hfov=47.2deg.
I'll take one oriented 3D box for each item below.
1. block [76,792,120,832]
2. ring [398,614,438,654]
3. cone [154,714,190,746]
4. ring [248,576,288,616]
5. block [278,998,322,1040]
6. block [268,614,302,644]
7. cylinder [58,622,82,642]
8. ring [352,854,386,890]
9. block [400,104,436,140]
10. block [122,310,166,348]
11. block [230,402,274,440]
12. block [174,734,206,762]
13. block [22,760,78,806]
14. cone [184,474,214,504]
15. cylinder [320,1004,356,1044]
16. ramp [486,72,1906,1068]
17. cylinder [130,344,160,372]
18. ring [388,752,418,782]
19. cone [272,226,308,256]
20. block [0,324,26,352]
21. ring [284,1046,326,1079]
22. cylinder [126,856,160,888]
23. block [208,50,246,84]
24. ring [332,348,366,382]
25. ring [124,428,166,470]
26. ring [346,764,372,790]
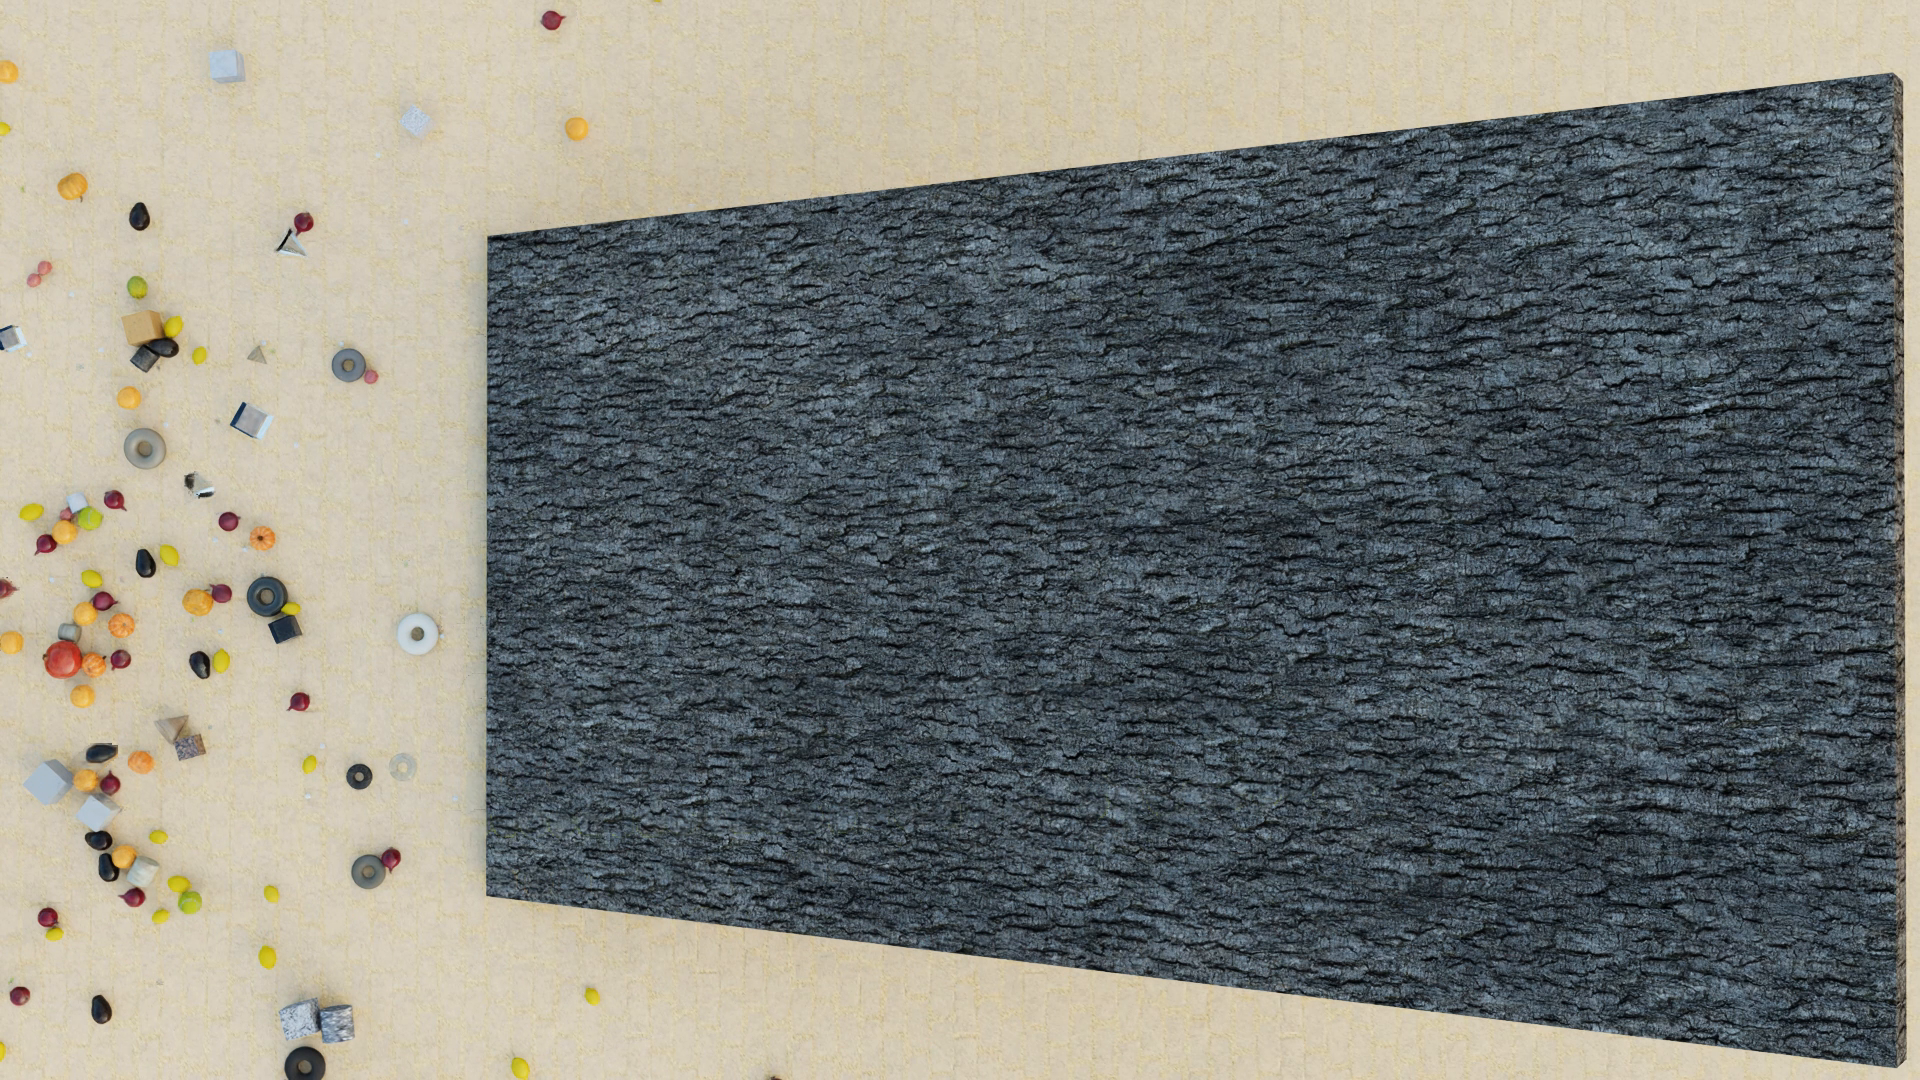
[{"bbox_3d":[-2.624,0.828,6.697,0.080,0.080,0.080,37,90,0],"label":"block"},{"bbox_3d":[-1.657,0.287,6.718,0.128,0.043,0.128,0,86,3],"label":"ring"},{"bbox_3d":[-2.393,0.562,6.717,0.095,0.095,0.095,-40,90,-27],"label":"cone"},{"bbox_3d":[-2.117,0.173,6.721,0.125,0.042,0.125,0,90,1],"label":"ring"},{"bbox_3d":[-2.001,1.456,6.685,0.093,0.093,0.093,-15,90,0],"label":"block"},{"bbox_3d":[-2.058,0.273,6.708,0.067,0.067,0.067,-23,90,0],"label":"block"},{"bbox_3d":[-2.718,0.283,6.715,0.052,0.052,0.052,10,90,0],"label":"cylinder"},{"bbox_3d":[-1.806,1.014,6.718,0.106,0.035,0.106,0,88,1],"label":"ring"},{"bbox_3d":[-1.657,-1.275,6.719,0.070,0.070,0.070,39,90,0],"label":"block"},{"bbox_3d":[-2.489,-0.644,6.705,0.087,0.087,0.087,-15,90,0],"label":"block"},{"bbox_3d":[-2.159,-0.364,6.705,0.082,0.082,0.082,29,90,0],"label":"block"},{"bbox_3d":[-2.348,0.632,6.706,0.064,0.064,0.064,-16,90,0],"label":"block"},{"bbox_3d":[-2.766,0.737,6.690,0.095,0.095,0.095,43,90,0],"label":"block"},{"bbox_3d":[-2.349,-0.137,6.723,0.096,0.096,0.096,47,116,0],"label":"cone"},{"bbox_3d":[-1.893,1.471,6.683,0.096,0.096,0.096,-6,90,0],"label":"cylinder"},{"bbox_3d":[0.250,0.069,5.579,4.000,0.100,2.000,0,89,34],"label":"ramp"},{"bbox_3d":[-2.489,-0.554,6.717,0.062,0.062,0.062,41,87,0],"label":"cylinder"},{"bbox_3d":[-1.703,0.695,6.723,0.088,0.029,0.088,0,90,-1],"label":"ring"},{"bbox_3d":[-2.036,-0.892,6.729,0.095,0.095,0.095,33,90,-26],"label":"cone"},{"bbox_3d":[-2.902,-0.615,6.718,0.061,0.061,0.061,-23,90,0],"label":"block"},{"bbox_3d":[-1.998,1.608,6.710,0.125,0.042,0.125,0,91,0],"label":"ring"},{"bbox_3d":[-2.489,1.010,6.699,0.072,0.072,0.072,27,90,0],"label":"cylinder"},{"bbox_3d":[-2.237,-1.445,6.715,0.080,0.080,0.080,-6,90,0],"label":"block"},{"bbox_3d":[-1.871,-0.535,6.731,0.104,0.035,0.104,0,88,-1],"label":"ring"},{"bbox_3d":[-2.490,-0.279,6.719,0.130,0.043,0.130,0,102,2],"label":"ring"},{"bbox_3d":[-1.836,0.724,6.724,0.080,0.027,0.080,0,91,0],"label":"ring"}]
